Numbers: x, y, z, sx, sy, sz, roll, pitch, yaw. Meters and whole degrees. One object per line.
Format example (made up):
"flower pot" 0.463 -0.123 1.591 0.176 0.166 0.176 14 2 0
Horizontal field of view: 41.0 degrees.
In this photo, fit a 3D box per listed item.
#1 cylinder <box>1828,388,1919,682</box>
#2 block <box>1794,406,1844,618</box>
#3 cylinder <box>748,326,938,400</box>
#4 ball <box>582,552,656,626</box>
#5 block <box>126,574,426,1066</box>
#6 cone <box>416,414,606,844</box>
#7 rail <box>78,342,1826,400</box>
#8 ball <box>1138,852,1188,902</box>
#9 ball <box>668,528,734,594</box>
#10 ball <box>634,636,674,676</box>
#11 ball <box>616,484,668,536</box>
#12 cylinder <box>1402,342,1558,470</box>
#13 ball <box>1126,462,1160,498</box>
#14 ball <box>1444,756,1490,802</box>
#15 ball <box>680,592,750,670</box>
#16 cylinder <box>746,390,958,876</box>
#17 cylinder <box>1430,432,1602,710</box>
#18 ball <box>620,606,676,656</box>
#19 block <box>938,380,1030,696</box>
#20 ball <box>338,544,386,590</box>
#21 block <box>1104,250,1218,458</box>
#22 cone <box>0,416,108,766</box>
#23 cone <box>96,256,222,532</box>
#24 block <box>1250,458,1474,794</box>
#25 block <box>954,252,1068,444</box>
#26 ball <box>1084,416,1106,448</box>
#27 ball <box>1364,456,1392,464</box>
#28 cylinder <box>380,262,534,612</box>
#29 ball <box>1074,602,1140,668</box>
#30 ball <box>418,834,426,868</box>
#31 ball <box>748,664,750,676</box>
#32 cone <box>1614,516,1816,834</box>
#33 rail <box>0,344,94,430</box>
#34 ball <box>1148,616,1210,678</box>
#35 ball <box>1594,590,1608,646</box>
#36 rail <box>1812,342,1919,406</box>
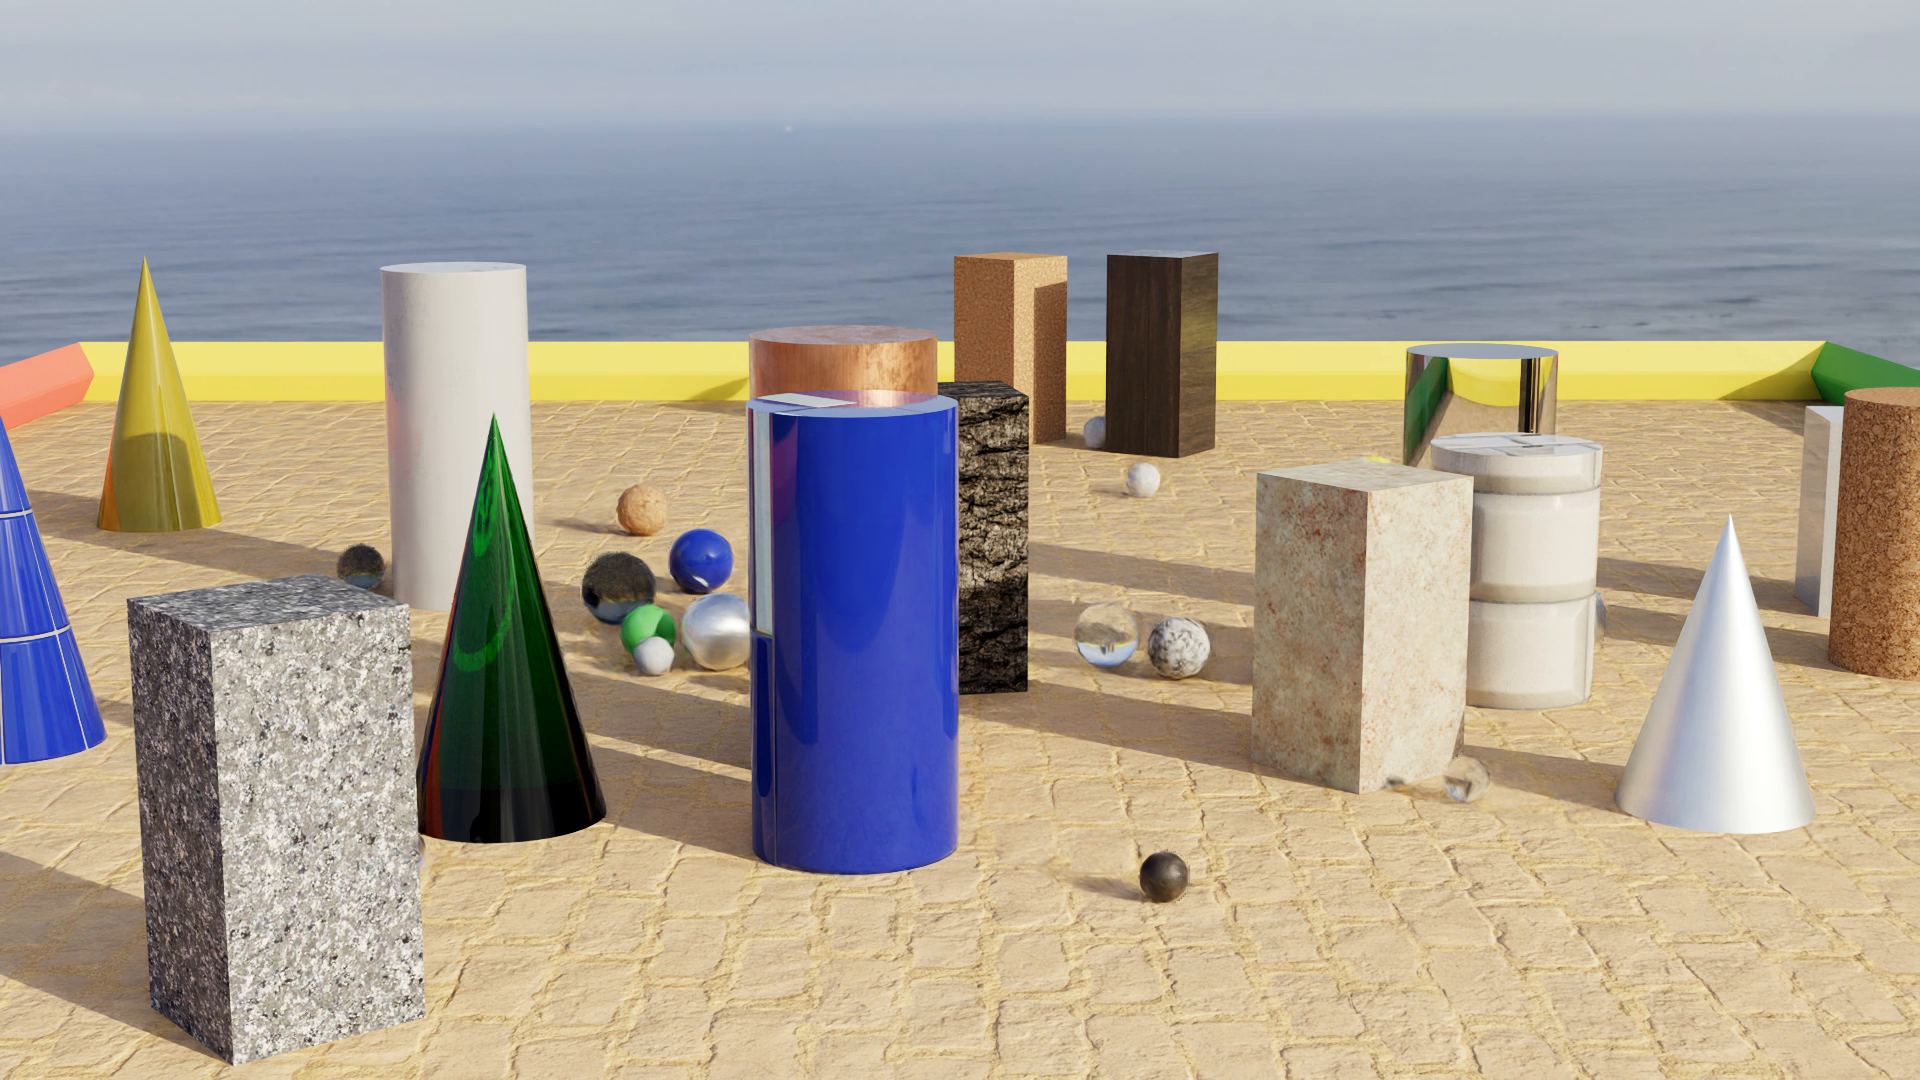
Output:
"cylinder" 1.171 -0.010 3.128 0.195 0.330 0.195 0 11 0
"block" 1.231 -0.039 3.467 0.156 0.263 0.156 1 11 6
"cylinder" -0.120 0.010 2.685 0.195 0.452 0.195 0 11 0
"ball" -0.448 0.064 3.368 0.097 0.097 0.097 0 11 0
"block" -0.523 0.207 1.967 0.156 0.327 0.156 -8 13 -38
"cone" -0.446 0.073 2.488 0.195 0.401 0.195 0 11 0
"rail" -0.013 -0.367 5.600 3.824 0.127 0.045 0 11 0
"ball" 0.179 0.296 2.259 0.044 0.044 0.044 0 11 0
"ball" -0.361 0.029 3.572 0.091 0.091 0.091 0 11 0
"ball" -0.370 0.139 3.094 0.048 0.048 0.048 0 11 0
"ball" -0.496 -0.047 4.009 0.081 0.081 0.081 0 11 0
"cylinder" 0.677 -0.069 3.361 0.195 0.360 0.195 0 11 0
"ball" 0.311 -0.102 4.362 0.060 0.060 0.060 0 11 0
"ball" 0.506 0.239 2.563 0.046 0.046 0.046 0 11 0
"ball" -0.292 0.111 3.120 0.095 0.095 0.095 0 11 0
"cylinder" -0.099 0.081 2.387 0.195 0.420 0.195 0 11 0
"cylinder" 0.644 0.033 2.997 0.195 0.293 0.195 0 11 0
"ball" -0.385 0.115 3.169 0.069 0.069 0.069 0 11 0
"block" -0.012 -0.004 3.044 0.156 0.349 0.156 -2 11 -11
"ball" -0.838 0.039 3.596 0.064 0.064 0.064 0 11 0
"block" 0.383 -0.356 4.867 0.156 0.375 0.156 6 12 31
"cone" -1.028 0.024 2.751 0.195 0.399 0.195 0 11 0
"cone" -1.289 -0.240 4.094 0.195 0.429 0.195 0 11 0
"block" 0.417 0.085 2.670 0.156 0.310 0.156 -8 13 -37
"block" 0.098 -0.375 5.014 0.156 0.359 0.156 10 14 42
"ball" 0.268 -0.207 4.917 0.063 0.063 0.063 0 11 0
"ball" 0.696 -0.102 4.310 0.078 0.078 0.078 0 11 0
"cylinder" -0.686 -0.145 3.514 0.195 0.455 0.195 0 11 0
"ball" 0.179 0.116 3.135 0.080 0.080 0.080 0 11 0
"ball" -0.506 0.284 2.329 0.043 0.043 0.043 0 11 0
"ball" -0.219 0.152 3.002 0.058 0.058 0.058 0 11 0
"cone" 0.751 0.119 2.529 0.195 0.295 0.195 0 11 0
"rail" -1.888 0.035 3.438 0.045 0.127 4.422 0 11 0
"ball" 0.262 0.129 3.078 0.074 0.074 0.074 0 11 0
"ball" 0.756 0.096 3.193 0.097 0.097 0.097 0 11 0
"rail" 1.888 0.031 3.460 0.045 0.127 4.422 0 11 0
